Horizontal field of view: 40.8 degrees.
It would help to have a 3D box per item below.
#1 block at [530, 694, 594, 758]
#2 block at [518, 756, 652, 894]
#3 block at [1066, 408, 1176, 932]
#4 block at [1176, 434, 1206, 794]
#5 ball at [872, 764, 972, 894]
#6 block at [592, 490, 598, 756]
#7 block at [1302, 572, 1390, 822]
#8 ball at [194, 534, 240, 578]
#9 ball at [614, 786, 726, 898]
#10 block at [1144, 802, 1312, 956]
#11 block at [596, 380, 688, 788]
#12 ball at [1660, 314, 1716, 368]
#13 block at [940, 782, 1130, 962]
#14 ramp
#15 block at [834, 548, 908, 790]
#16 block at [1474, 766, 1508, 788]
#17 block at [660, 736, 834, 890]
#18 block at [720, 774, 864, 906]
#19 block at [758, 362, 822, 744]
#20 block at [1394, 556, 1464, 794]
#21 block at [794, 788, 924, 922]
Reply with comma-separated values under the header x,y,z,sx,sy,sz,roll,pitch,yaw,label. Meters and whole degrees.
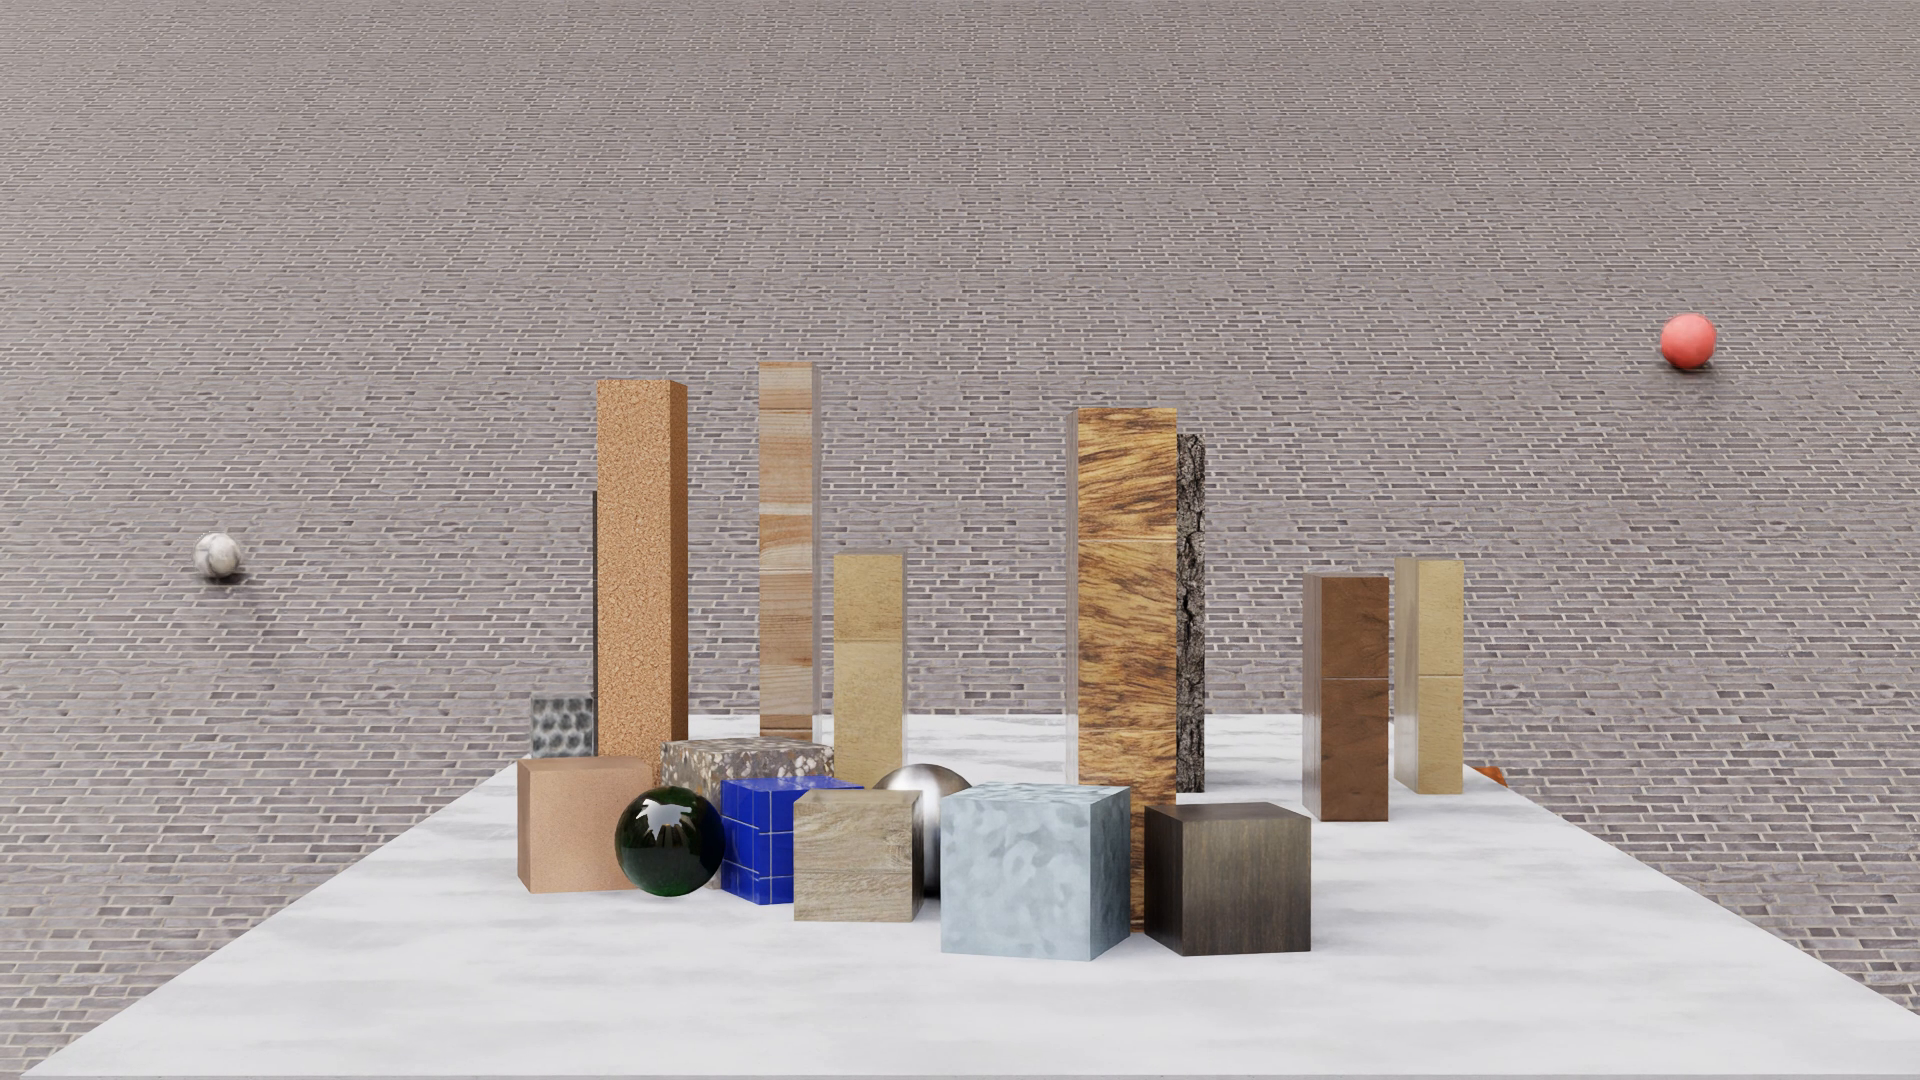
x,y,z,sx,sy,sz,roll,pitch,yaw,label
-0.861,0.403,5.578,0.130,0.130,0.130,0,1,-12,block
-0.557,0.418,3.817,0.176,0.176,0.176,0,1,-16,block
0.219,0.167,3.578,0.128,0.689,0.393,0,1,0,block
0.417,0.136,5.103,0.096,0.683,0.399,0,1,0,block
-0.053,0.415,3.716,0.187,0.187,0.187,0,26,0,ball
-0.694,0.181,5.568,0.142,0.574,0.389,0,1,0,block
0.687,0.275,4.610,0.118,0.426,0.244,0,1,0,block
-2.140,0.046,7.438,0.130,0.130,0.130,0,26,0,ball
-0.414,0.430,3.685,0.159,0.159,0.159,0,26,0,ball
0.342,0.433,3.314,0.169,0.169,0.169,0,1,-12,block
-0.495,0.128,4.047,0.111,0.747,0.254,0,1,0,block
2.495,-0.679,8.841,0.185,0.185,0.185,0,26,0,ball
0.099,0.420,3.303,0.195,0.195,0.195,0,1,19,block
0.060,0.539,4.575,2.000,0.100,4.000,0,1,0,ramp
-0.136,0.260,3.998,0.101,0.485,0.395,0,1,0,block
1.247,0.639,6.239,0.130,0.130,0.130,-1,26,-3,block
-0.320,0.406,3.877,0.198,0.198,0.198,-1,1,-28,block
-0.242,0.429,3.712,0.159,0.159,0.159,-1,1,-25,block
-0.272,0.108,4.173,0.083,0.780,0.282,0,1,0,block
0.909,0.258,5.016,0.084,0.443,0.273,0,1,0,block
-0.137,0.432,3.549,0.160,0.160,0.160,0,1,5,block
